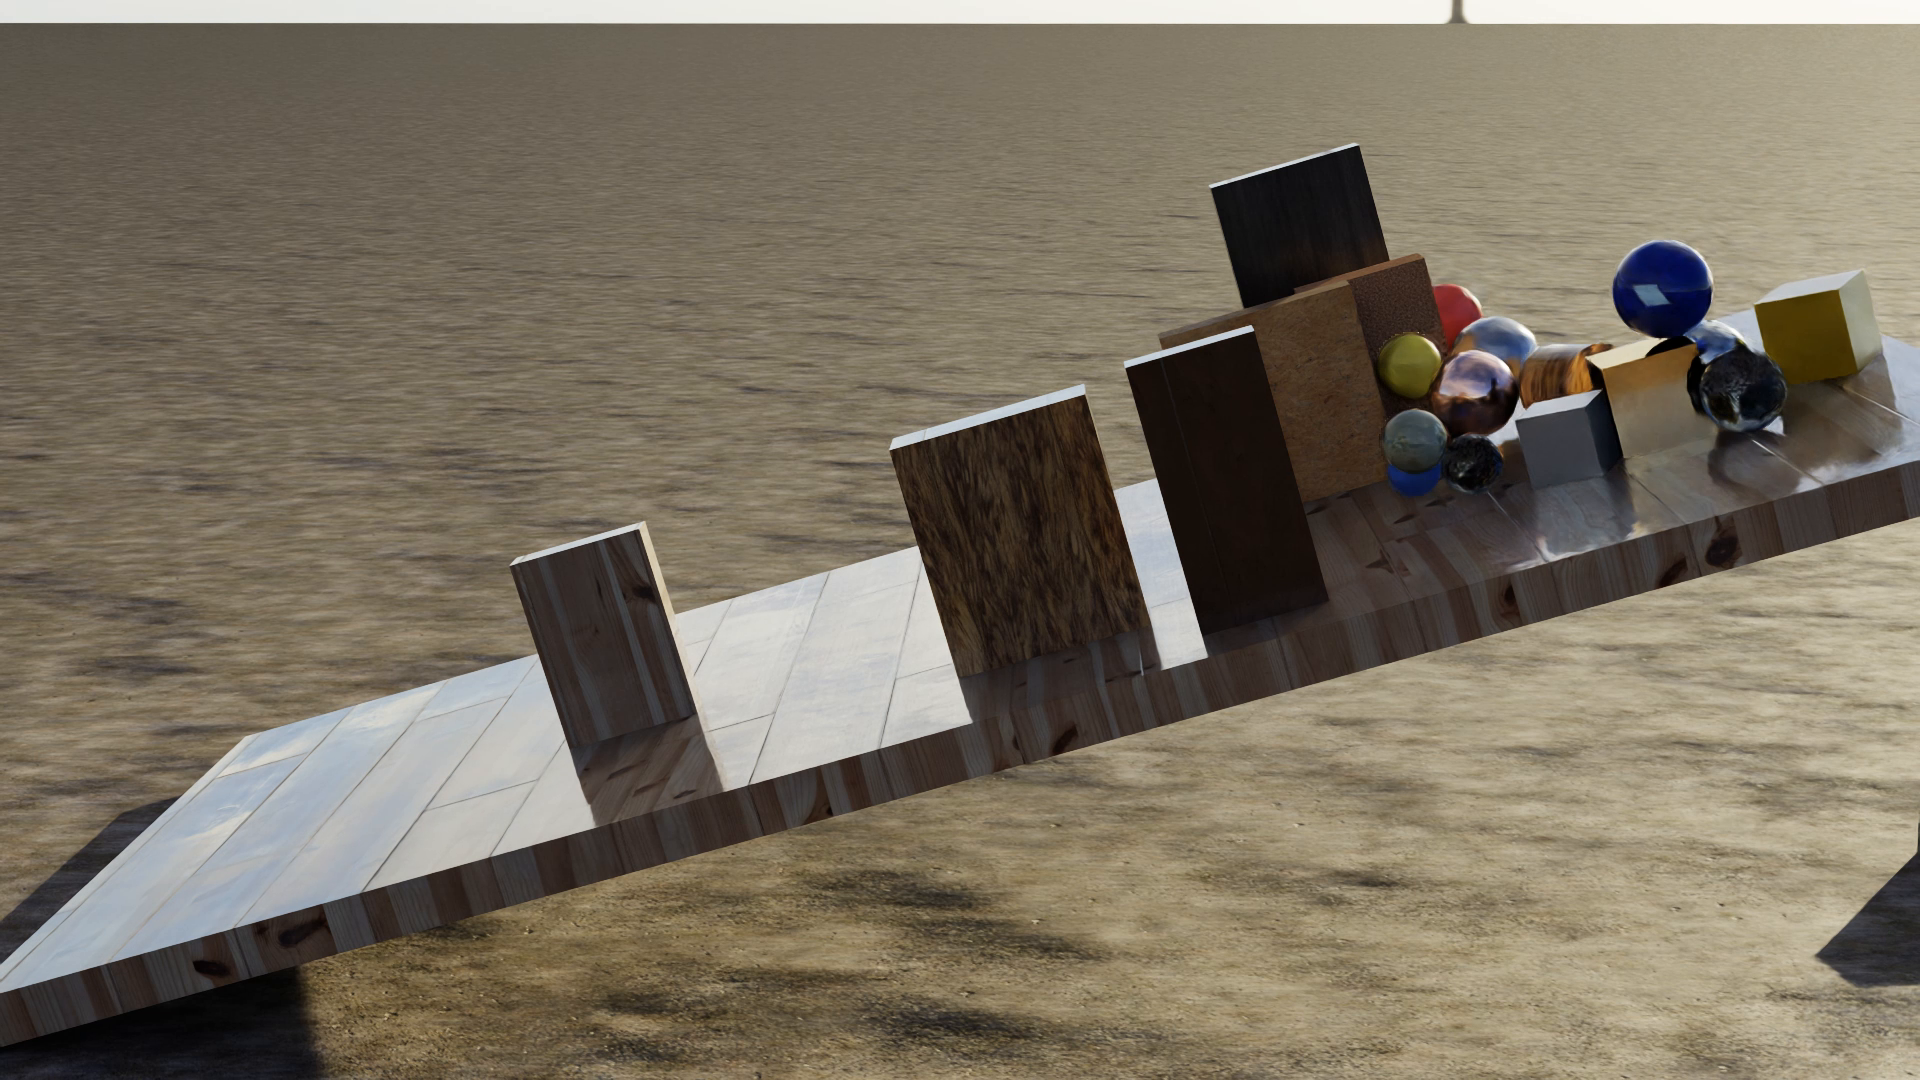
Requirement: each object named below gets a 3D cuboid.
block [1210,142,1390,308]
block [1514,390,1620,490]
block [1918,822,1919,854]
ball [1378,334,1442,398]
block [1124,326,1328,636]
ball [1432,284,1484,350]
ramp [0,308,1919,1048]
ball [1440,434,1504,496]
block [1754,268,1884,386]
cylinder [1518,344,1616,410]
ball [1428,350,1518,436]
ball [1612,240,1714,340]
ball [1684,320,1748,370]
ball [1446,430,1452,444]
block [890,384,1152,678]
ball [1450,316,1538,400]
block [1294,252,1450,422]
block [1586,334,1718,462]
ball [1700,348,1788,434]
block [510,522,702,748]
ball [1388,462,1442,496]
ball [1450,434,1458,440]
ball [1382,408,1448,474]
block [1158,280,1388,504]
[{"bbox_3d":[0.847,-0.552,6.895,0.353,0.675,0.096,-16,10,5],"label":"block"},{"bbox_3d":[1.216,-0.201,5.885,0.146,0.146,0.146,-11,11,29],"label":"block"},{"bbox_3d":[2.323,0.639,6.692,0.199,0.199,0.199,-1,11,-7],"label":"block"},{"bbox_3d":[0.985,-0.380,6.439,0.141,0.141,0.141,0,11,0],"label":"ball"},{"bbox_3d":[0.495,-0.110,5.460,0.245,0.523,0.090,-16,10,5],"label":"block"},{"bbox_3d":[1.150,-0.520,6.944,0.169,0.169,0.169,0,11,0],"label":"ball"},{"bbox_3d":[0.090,0.187,6.320,4.000,0.100,2.000,-16,10,5],"label":"ramp"},{"bbox_3d":[1.039,-0.153,5.972,0.126,0.126,0.126,0,11,0],"label":"ball"},{"bbox_3d":[1.799,-0.444,6.160,0.181,0.181,0.181,-9,12,36],"label":"block"},{"bbox_3d":[1.328,-0.334,6.337,0.177,0.177,0.177,-5,4,-24],"label":"cylinder"},{"bbox_3d":[1.091,-0.309,6.257,0.187,0.187,0.187,0,11,0],"label":"ball"},{"bbox_3d":[1.421,-0.507,5.949,0.201,0.201,0.201,0,11,0],"label":"ball"},{"bbox_3d":[1.550,-0.364,6.118,0.186,0.186,0.186,0,11,0],"label":"ball"},{"bbox_3d":[1.000,-0.206,6.346,0.121,0.121,0.121,0,11,0],"label":"ball"},{"bbox_3d":[0.120,-0.018,5.737,0.390,0.468,0.150,-16,10,5],"label":"block"},{"bbox_3d":[1.203,-0.401,6.617,0.204,0.204,0.204,0,11,0],"label":"ball"},{"bbox_3d":[0.946,-0.393,6.579,0.287,0.425,0.127,-16,10,5],"label":"block"},{"bbox_3d":[1.399,-0.293,5.952,0.192,0.192,0.192,-16,10,5],"label":"block"},{"bbox_3d":[1.540,-0.294,5.783,0.168,0.168,0.168,0,11,0],"label":"ball"},{"bbox_3d":[-0.736,0.199,6.136,0.282,0.406,0.087,-16,10,5],"label":"block"},{"bbox_3d":[0.947,-0.146,6.127,0.111,0.111,0.111,0,11,0],"label":"ball"},{"bbox_3d":[1.091,-0.248,6.419,0.124,0.124,0.124,0,11,0],"label":"ball"},{"bbox_3d":[0.908,-0.197,5.873,0.131,0.131,0.131,0,11,0],"label":"ball"},{"bbox_3d":[0.698,-0.297,6.430,0.425,0.434,0.098,-16,10,5],"label":"block"}]
